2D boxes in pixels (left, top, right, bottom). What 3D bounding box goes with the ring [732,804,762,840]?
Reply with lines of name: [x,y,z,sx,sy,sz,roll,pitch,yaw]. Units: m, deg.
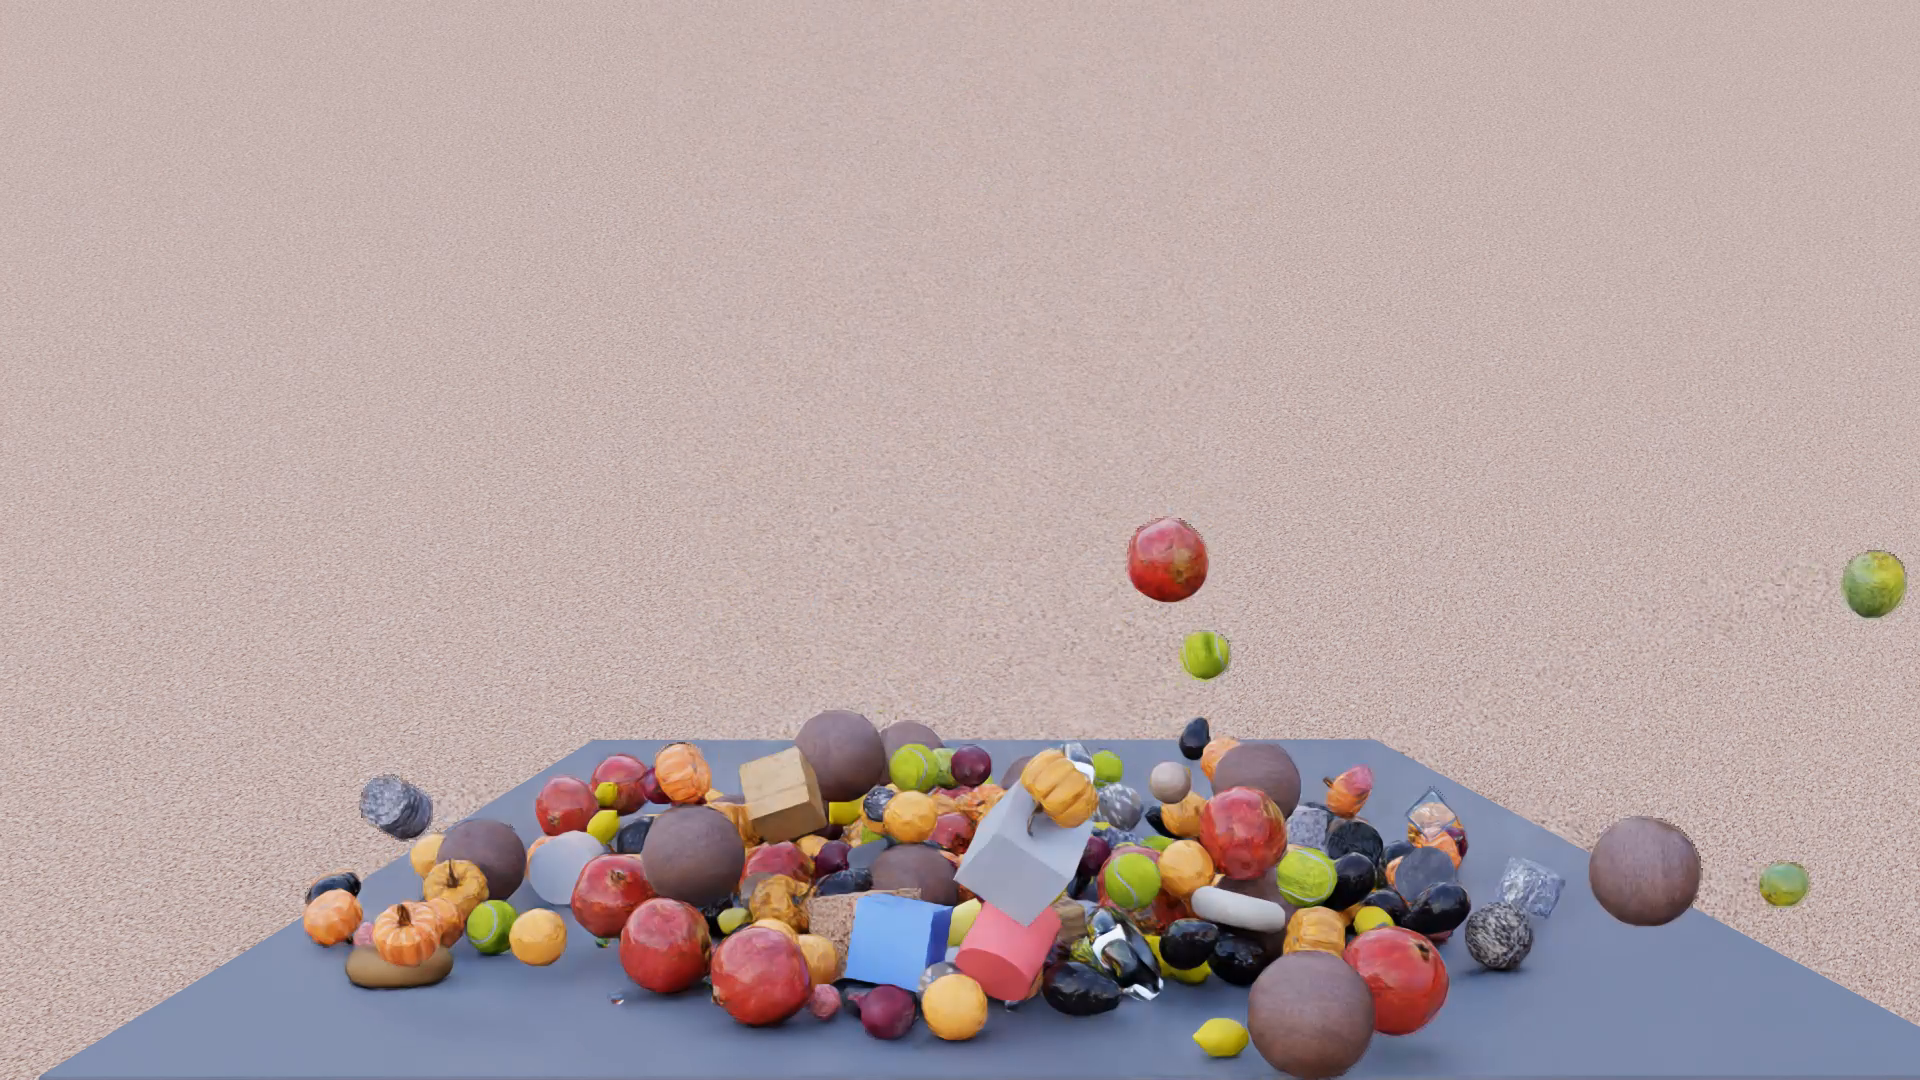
ring: [-0.337,0.469,4.348,0.098,0.033,0.098,-11,25,5]

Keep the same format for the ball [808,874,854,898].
ball: [-0.180,0.502,3.630,0.066,0.066,0.066,0,29,0]

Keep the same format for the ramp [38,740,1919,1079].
ramp: [0.064,0.577,4.622,2.000,0.100,4.000,0,0,0]

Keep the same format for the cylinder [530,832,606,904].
cylinder: [-0.581,0.486,3.837,0.097,0.097,0.097,2,-1,3]

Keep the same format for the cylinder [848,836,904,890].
cylinder: [-0.115,0.444,3.553,0.059,0.059,0.059,-21,26,13]

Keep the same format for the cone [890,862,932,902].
cone: [-0.079,0.488,3.719,0.068,0.068,0.068,-6,62,-10]

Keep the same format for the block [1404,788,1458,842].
block: [0.677,0.396,3.715,0.052,0.052,0.052,-42,74,0]

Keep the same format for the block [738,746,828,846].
block: [-0.232,0.336,3.383,0.082,0.082,0.082,-19,56,5]

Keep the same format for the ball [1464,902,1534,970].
ball: [0.676,0.496,3.243,0.084,0.084,0.084,0,29,0]

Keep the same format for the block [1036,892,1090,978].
block: [0.107,0.490,3.217,0.076,0.076,0.076,-9,11,-23]

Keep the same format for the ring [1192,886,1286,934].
ring: [0.339,0.452,3.152,0.117,0.039,0.117,14,-6,1]

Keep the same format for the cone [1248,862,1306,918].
cone: [0.430,0.486,3.673,0.087,0.087,0.087,-23,18,-35]

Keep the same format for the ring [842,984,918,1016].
ring: [-0.092,0.525,2.954,0.087,0.029,0.087,4,-4,0]

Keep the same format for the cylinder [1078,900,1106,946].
cylinder: [0.174,0.509,3.438,0.054,0.054,0.054,-11,4,-19]

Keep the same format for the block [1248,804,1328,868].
block: [0.530,0.481,4.203,0.093,0.093,0.093,4,-1,-21]

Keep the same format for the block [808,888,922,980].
block: [-0.113,0.483,3.169,0.099,0.099,0.099,-11,-8,43]

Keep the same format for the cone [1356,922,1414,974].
cone: [0.541,0.523,3.222,0.067,0.067,0.067,-25,44,-38]

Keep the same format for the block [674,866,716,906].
block: [-0.390,0.508,3.798,0.052,0.052,0.052,0,0,-18]

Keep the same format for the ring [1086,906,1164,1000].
ring: [0.193,0.485,3.032,0.041,0.123,0.123,-37,28,11]

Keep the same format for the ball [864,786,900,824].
ball: [-0.109,0.367,3.576,0.050,0.050,0.050,0,29,0]

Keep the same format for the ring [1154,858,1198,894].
ring: [0.324,0.505,3.885,0.075,0.075,0.025,22,66,35]

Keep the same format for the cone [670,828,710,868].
cone: [-0.425,0.514,4.119,0.078,0.078,0.078,-11,31,-19]

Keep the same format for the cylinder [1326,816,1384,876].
cylinder: [0.630,0.488,4.129,0.087,0.087,0.087,3,1,5]

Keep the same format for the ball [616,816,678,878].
ball: [-0.493,0.484,4.073,0.096,0.096,0.096,0,29,0]

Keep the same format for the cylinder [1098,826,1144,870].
cylinder: [0.258,0.493,4.144,0.055,0.055,0.055,19,27,-10]

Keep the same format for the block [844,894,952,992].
block: [-0.070,0.467,3.006,0.091,0.091,0.091,9,-1,15]

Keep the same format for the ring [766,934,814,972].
ring: [-0.187,0.519,3.253,0.113,0.038,0.113,0,-2,0]

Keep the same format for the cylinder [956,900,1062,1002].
cylinder: [0.055,0.461,2.955,0.093,0.093,0.093,13,49,22]

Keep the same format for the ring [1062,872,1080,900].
ring: [0.123,0.483,3.594,0.089,0.030,0.089,-3,46,3]

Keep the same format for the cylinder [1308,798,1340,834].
cylinder: [0.646,0.499,4.639,0.053,0.053,0.053,25,34,9]

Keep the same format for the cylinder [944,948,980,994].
cylinder: [-0.004,0.511,3.067,0.055,0.055,0.055,-3,27,17]

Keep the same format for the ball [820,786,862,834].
ball: [-0.218,0.484,4.629,0.086,0.086,0.086,0,29,0]

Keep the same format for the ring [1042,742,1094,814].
ring: [0.167,0.387,4.068,0.048,0.143,0.143,16,25,-17]

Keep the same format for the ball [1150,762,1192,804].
ball: [0.308,0.355,3.782,0.062,0.062,0.062,0,29,0]

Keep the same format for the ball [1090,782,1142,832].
ball: [0.280,0.481,4.629,0.092,0.092,0.092,0,29,0]

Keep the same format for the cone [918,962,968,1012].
cone: [-0.020,0.510,2.968,0.057,0.057,0.057,-1,-3,-1]

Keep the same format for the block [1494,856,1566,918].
block: [0.792,0.482,3.592,0.058,0.058,0.058,17,10,-32]

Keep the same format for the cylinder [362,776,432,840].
cylinder: [-0.774,0.369,3.552,0.069,0.069,0.069,-7,66,16]

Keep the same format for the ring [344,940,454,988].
ring: [-0.686,0.518,3.160,0.130,0.043,0.130,-1,1,0]

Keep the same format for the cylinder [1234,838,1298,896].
cylinder: [0.400,0.427,3.383,0.063,0.063,0.063,-11,10,-19]

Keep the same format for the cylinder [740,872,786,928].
cylinder: [-0.261,0.476,3.423,0.052,0.052,0.052,-4,43,3]

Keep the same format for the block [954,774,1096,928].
block: [0.073,0.350,2.908,0.100,0.100,0.100,34,39,-5]

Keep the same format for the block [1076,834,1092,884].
block: [0.164,0.494,4.037,0.075,0.075,0.075,0,0,-6]

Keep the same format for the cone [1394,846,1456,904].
cone: [0.665,0.487,3.624,0.086,0.086,0.086,-14,56,22]
